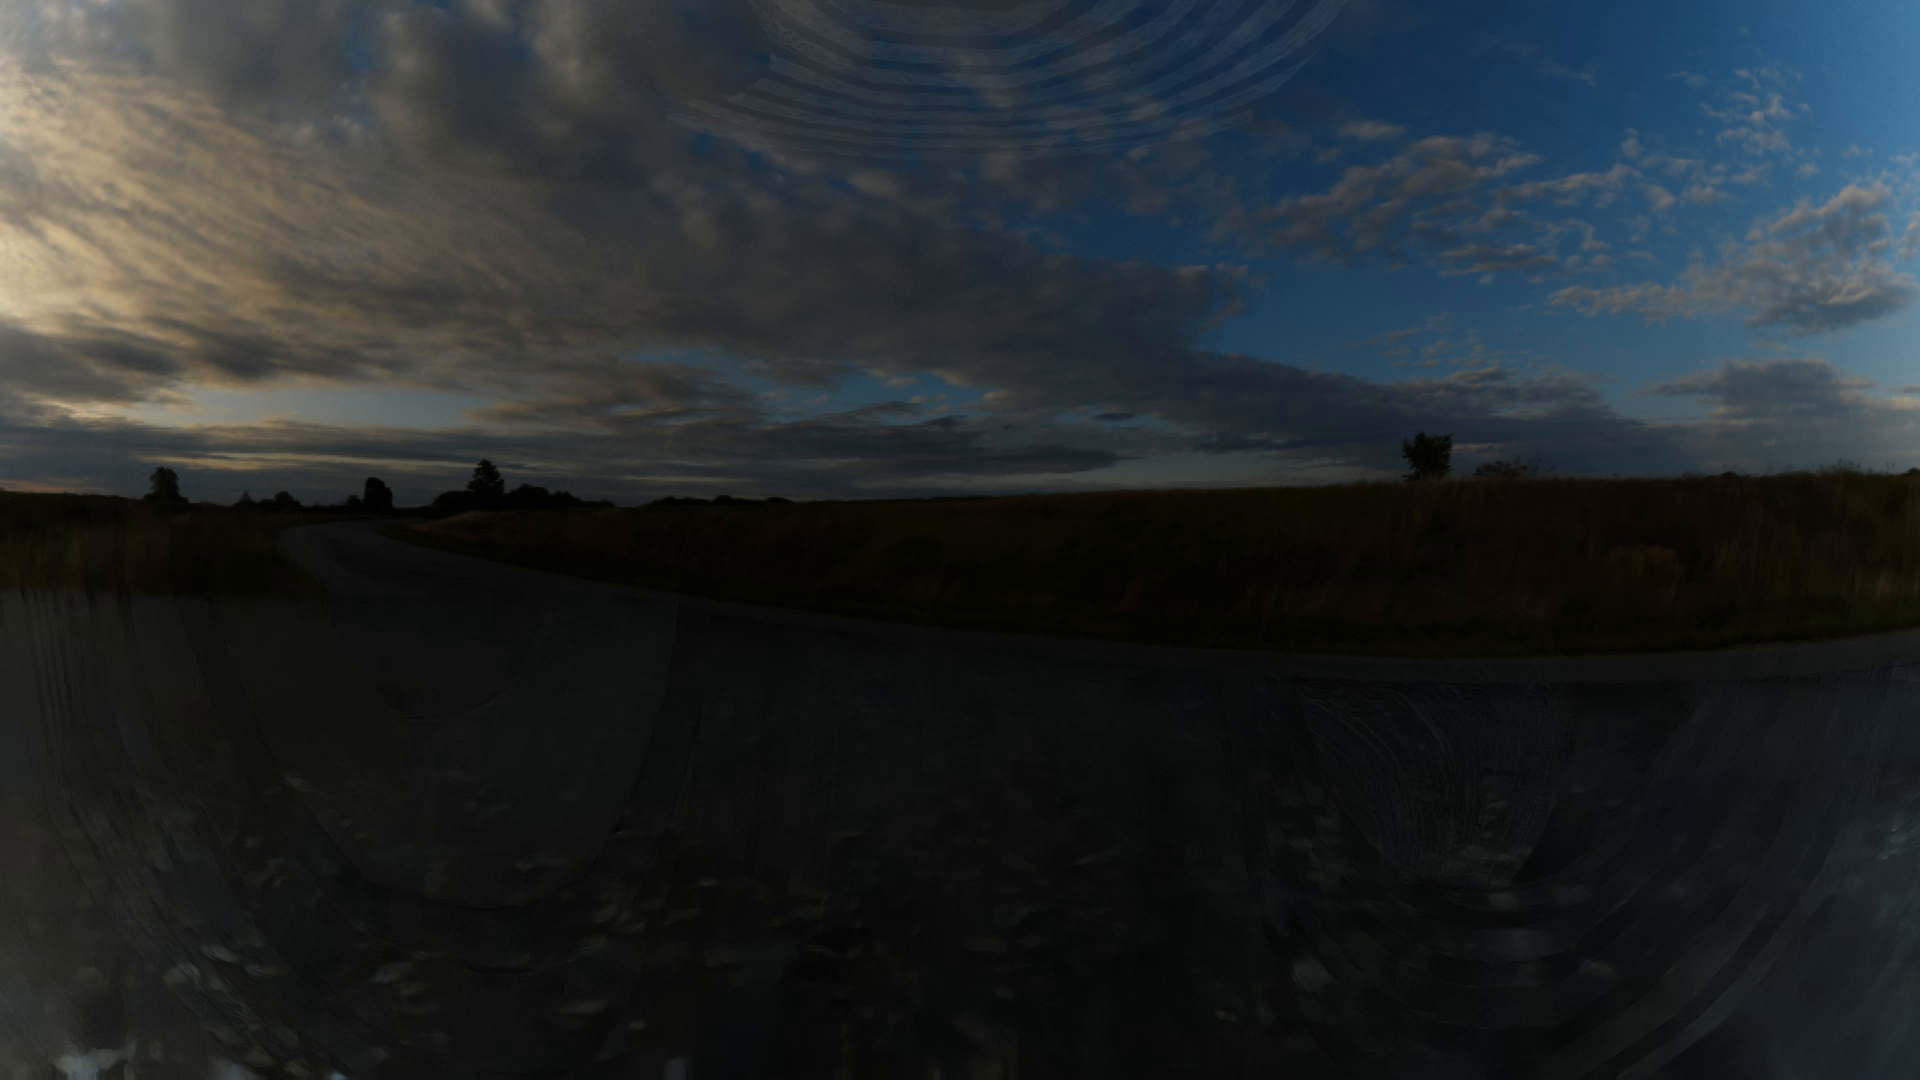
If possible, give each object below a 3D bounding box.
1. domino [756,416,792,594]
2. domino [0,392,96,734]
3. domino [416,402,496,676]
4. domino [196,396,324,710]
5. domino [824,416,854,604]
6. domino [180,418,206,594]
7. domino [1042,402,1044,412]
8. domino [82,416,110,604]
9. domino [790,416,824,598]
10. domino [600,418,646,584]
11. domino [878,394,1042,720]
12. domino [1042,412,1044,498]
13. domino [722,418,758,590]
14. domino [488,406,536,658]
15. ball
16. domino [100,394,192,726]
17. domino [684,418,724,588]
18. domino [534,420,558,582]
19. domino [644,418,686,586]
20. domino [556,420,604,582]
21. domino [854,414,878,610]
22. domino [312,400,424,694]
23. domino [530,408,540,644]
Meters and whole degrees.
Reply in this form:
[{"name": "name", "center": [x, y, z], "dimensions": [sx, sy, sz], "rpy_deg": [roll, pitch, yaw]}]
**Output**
[{"name": "domino", "center": [-0.046, -0.010, 0.374], "dimensions": [0.010, 0.050, 0.025], "rpy_deg": [4, 6, 41]}, {"name": "domino", "center": [-0.144, 0.003, 0.198], "dimensions": [0.009, 0.050, 0.025], "rpy_deg": [-2, 5, -20]}, {"name": "domino", "center": [-0.102, -0.001, 0.242], "dimensions": [0.025, 0.050, 0.009], "rpy_deg": [1, 4, 17]}, {"name": "domino", "center": [-0.117, 0.001, 0.215], "dimensions": [0.025, 0.050, 0.010], "rpy_deg": [4, 6, 43]}, {"name": "domino", "center": [-0.024, -0.009, 0.351], "dimensions": [0.025, 0.050, 0.010], "rpy_deg": [-3, 6, -39]}, {"name": "domino", "center": [-0.220, -0.011, 0.374], "dimensions": [0.010, 0.050, 0.025], "rpy_deg": [-4, 6, -40]}, {"name": "domino", "center": [0.002, 0.000, 0.232], "dimensions": [0.025, 0.050, 0.009], "rpy_deg": [0, 4, 5]}, {"name": "domino", "center": [-0.241, -0.009, 0.351], "dimensions": [0.025, 0.050, 0.009], "rpy_deg": [3, 5, 33]}, {"name": "domino", "center": [-0.035, -0.010, 0.363], "dimensions": [0.025, 0.050, 0.010], "rpy_deg": [-4, 6, -44]}, {"name": "domino", "center": [-0.102, -0.013, 0.402], "dimensions": [0.010, 0.050, 0.025], "rpy_deg": [1, 4, 13]}, {"name": "domino", "center": [0.000, 0.002, 0.201], "dimensions": [0.025, 0.050, 0.009], "rpy_deg": [0, 4, 0]}, {"name": "domino", "center": [0.003, -0.001, 0.248], "dimensions": [0.025, 0.050, 0.010], "rpy_deg": [0, 4, 4]}, {"name": "domino", "center": [-0.059, -0.011, 0.383], "dimensions": [0.009, 0.050, 0.025], "rpy_deg": [3, 5, 35]}, {"name": "domino", "center": [-0.100, -0.002, 0.258], "dimensions": [0.025, 0.050, 0.010], "rpy_deg": [0, 4, -4]}, {"name": "ball", "center": [0.000, -0.002, 0.056], "dimensions": [0.080, 0.080, 0.080], "rpy_deg": [0, 4, 0]}, {"name": "domino", "center": [-0.130, 0.002, 0.205], "dimensions": [0.010, 0.050, 0.025], "rpy_deg": [-3, 5, -30]}, {"name": "domino", "center": [-0.072, -0.012, 0.391], "dimensions": [0.009, 0.050, 0.025], "rpy_deg": [2, 5, 27]}, {"name": "domino", "center": [-0.133, -0.013, 0.406], "dimensions": [0.010, 0.050, 0.025], "rpy_deg": [0, 4, 2]}, {"name": "domino", "center": [-0.086, -0.012, 0.398], "dimensions": [0.010, 0.050, 0.025], "rpy_deg": [2, 5, 19]}, {"name": "domino", "center": [-0.117, -0.013, 0.405], "dimensions": [0.009, 0.050, 0.025], "rpy_deg": [1, 4, 7]}, {"name": "domino", "center": [-0.015, -0.008, 0.338], "dimensions": [0.025, 0.050, 0.009], "rpy_deg": [-3, 5, -34]}, {"name": "domino", "center": [-0.108, 0.000, 0.228], "dimensions": [0.025, 0.050, 0.010], "rpy_deg": [2, 5, 29]}, {"name": "domino", "center": [-0.103, -0.003, 0.273], "dimensions": [0.025, 0.050, 0.009], "rpy_deg": [-2, 5, -20]}]
